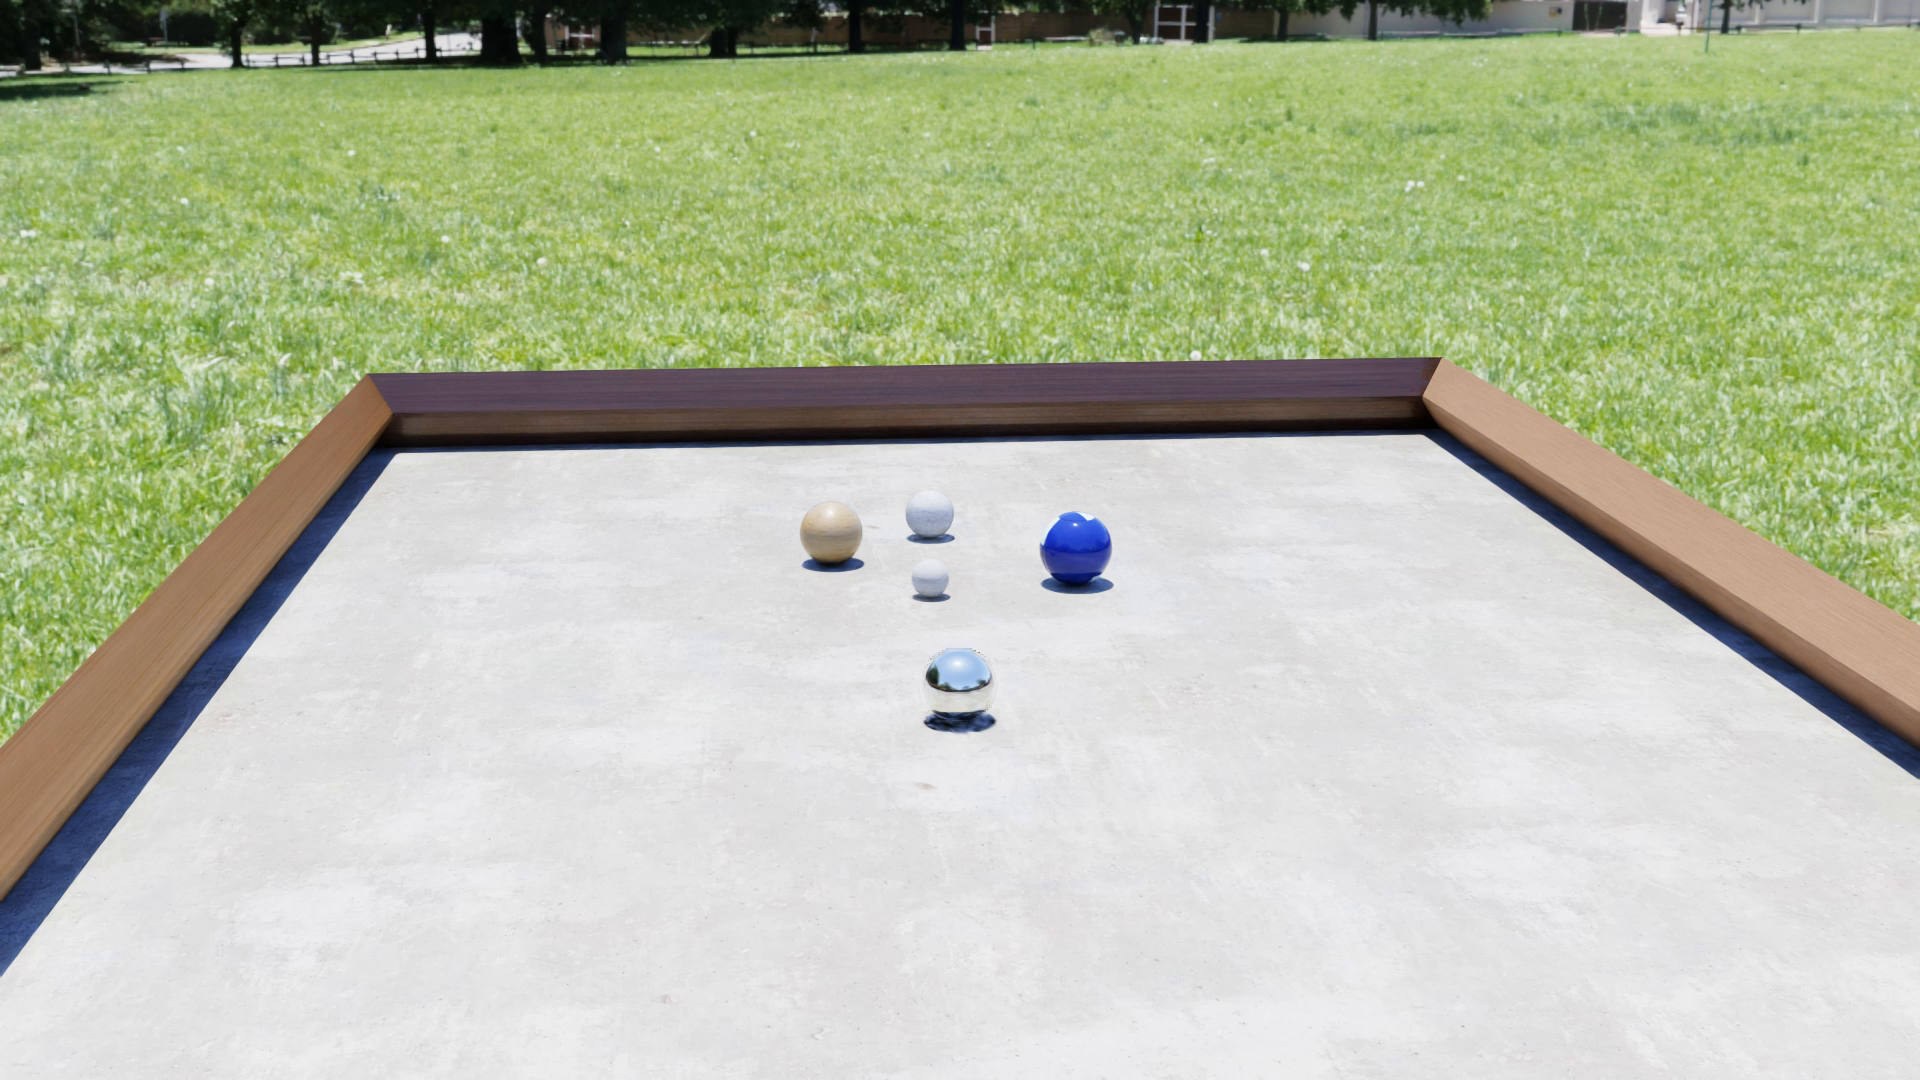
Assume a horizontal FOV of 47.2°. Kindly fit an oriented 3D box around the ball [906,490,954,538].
[{"bbox_3d":[-0.041,-0.035,2.963,0.066,0.066,0.066,0,14,0],"label":"ball"}]

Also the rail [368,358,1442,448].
[{"bbox_3d":[-0.070,-0.221,3.573,1.758,0.119,0.045,-1,15,-5],"label":"rail"}]

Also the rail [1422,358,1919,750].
[{"bbox_3d":[0.923,0.160,2.096,0.045,0.119,3.261,-1,15,-5],"label":"rail"}]

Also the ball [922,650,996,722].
[{"bbox_3d":[-0.001,0.148,2.236,0.074,0.074,0.074,0,14,0],"label":"ball"}]

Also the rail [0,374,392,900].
[{"bbox_3d":[-0.780,0.197,1.950,0.045,0.119,3.261,-1,15,-5],"label":"rail"}]

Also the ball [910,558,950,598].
[{"bbox_3d":[-0.036,0.047,2.684,0.047,0.047,0.047,0,14,0],"label":"ball"}]

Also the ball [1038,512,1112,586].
[{"bbox_3d":[0.144,0.010,2.736,0.092,0.092,0.092,0,14,0],"label":"ball"}]

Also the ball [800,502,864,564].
[{"bbox_3d":[-0.166,-0.009,2.830,0.082,0.082,0.082,0,14,0],"label":"ball"}]
